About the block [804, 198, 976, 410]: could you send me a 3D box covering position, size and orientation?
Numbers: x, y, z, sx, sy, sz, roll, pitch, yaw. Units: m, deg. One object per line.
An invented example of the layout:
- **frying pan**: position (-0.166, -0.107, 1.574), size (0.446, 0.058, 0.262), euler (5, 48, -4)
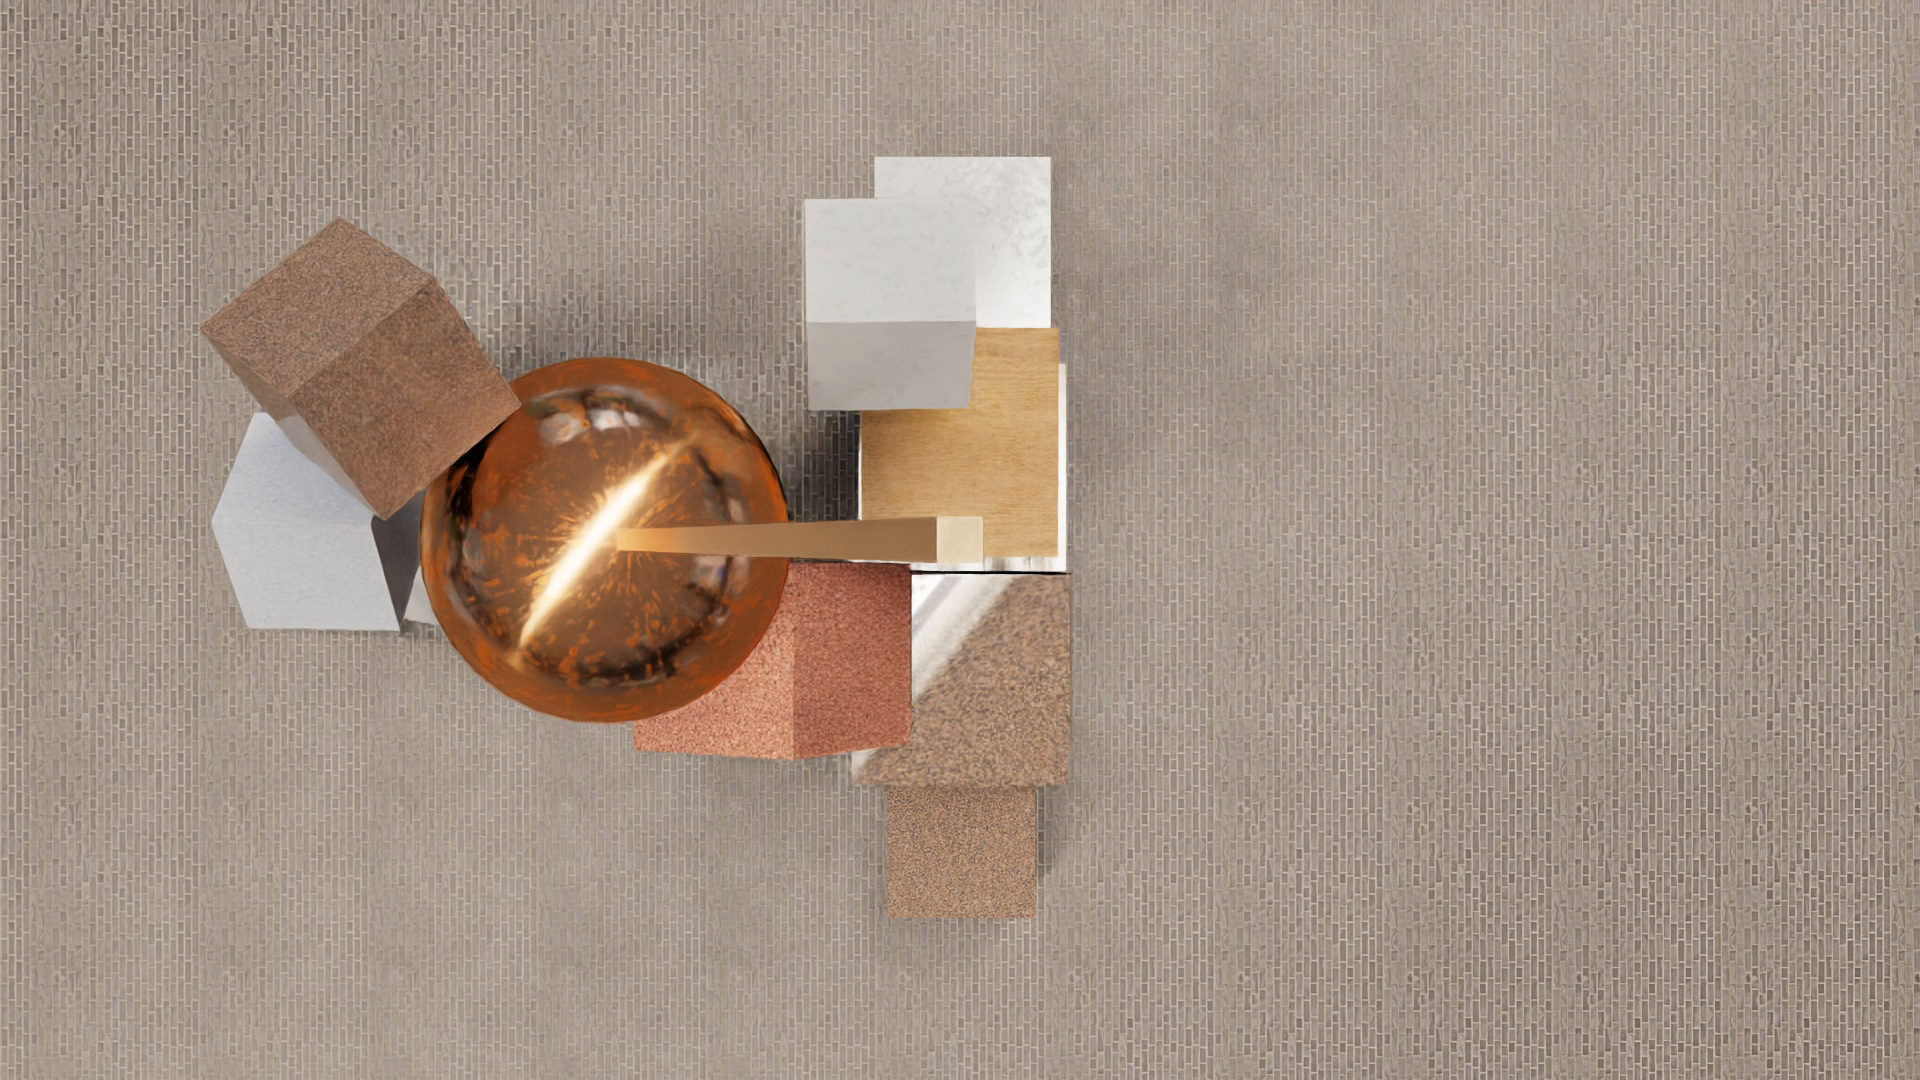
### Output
- **block**: position (-0.317, -1.031, 9.683), size (0.714, 0.691, 0.644), euler (-1, 61, -4)

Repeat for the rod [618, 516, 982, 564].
- **rod**: position (-0.666, 0.000, 6.292), size (0.080, 5.200, 0.080), euler (0, 90, -15)

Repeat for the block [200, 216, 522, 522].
- **block**: position (-2.451, -0.711, 9.010), size (0.736, 0.852, 0.718), euler (-43, 135, -16)

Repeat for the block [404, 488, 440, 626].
- **block**: position (-2.878, -0.078, 12.189), size (1.006, 0.897, 0.904), euler (9, 72, 14)

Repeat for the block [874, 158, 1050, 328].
- **block**: position (0.014, -1.525, 12.479), size (0.956, 1.043, 1.116), euler (0, 90, 0)

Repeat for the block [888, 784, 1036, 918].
- **block**: position (0.007, 1.702, 12.561), size (0.816, 0.878, 0.764), euler (0, 90, 0)

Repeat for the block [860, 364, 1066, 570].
- **block**: position (0.013, -0.394, 12.480), size (1.123, 1.041, 1.125), euler (0, 90, 0)

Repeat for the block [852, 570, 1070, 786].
- **block**: position (0.005, 0.749, 12.409), size (1.166, 1.181, 1.130), euler (0, 90, 0)

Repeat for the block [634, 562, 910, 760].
- **block**: position (-0.966, 0.598, 11.438), size (1.000, 1.053, 0.956), euler (0, 90, 31)

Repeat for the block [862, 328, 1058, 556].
- **block**: position (0.000, -0.483, 11.382), size (0.970, 1.151, 1.127), euler (0, 90, 0)

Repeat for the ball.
- **ball**: position (-1.536, 0.000, 9.578), size (1.600, 1.600, 1.600), euler (0, 90, 0)

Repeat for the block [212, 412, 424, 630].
- **block**: position (-3.016, -0.090, 10.478), size (0.729, 0.760, 0.698), euler (1, 135, 2)
